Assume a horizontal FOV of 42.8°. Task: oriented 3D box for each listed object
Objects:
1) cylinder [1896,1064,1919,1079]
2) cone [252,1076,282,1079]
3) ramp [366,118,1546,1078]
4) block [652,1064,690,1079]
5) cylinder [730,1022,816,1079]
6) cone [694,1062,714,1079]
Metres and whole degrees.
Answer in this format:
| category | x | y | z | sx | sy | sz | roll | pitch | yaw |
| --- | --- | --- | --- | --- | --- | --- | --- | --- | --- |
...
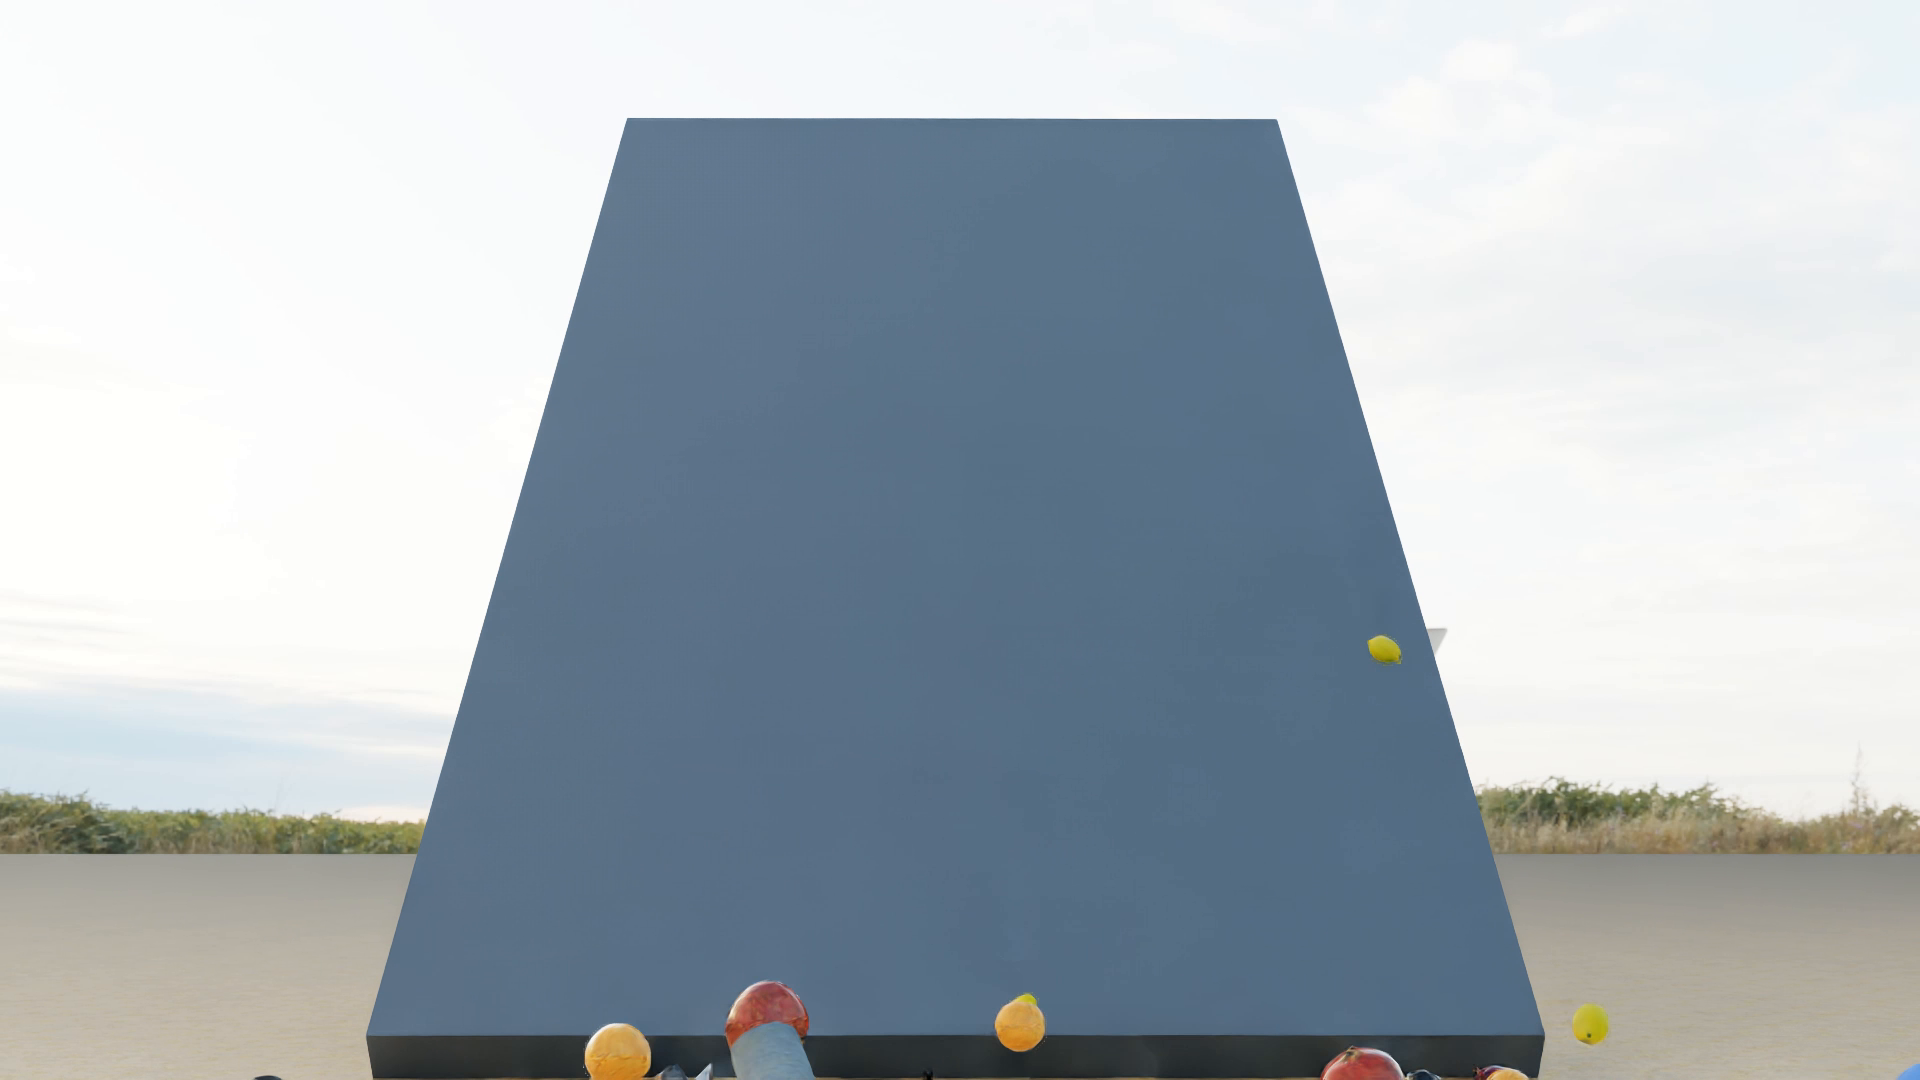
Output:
| category | x | y | z | sx | sy | sz | roll | pitch | yaw |
| --- | --- | --- | --- | --- | --- | --- | --- | --- | --- |
| cylinder | 1.095 | 0.667 | 2.806 | 0.099 | 0.099 | 0.099 | -27 | 6 | -27 |
| cone | -0.977 | 0.814 | 3.476 | 0.082 | 0.082 | 0.082 | 0 | -34 | 4 |
| ramp | -0.015 | -0.187 | 5.870 | 2.000 | 0.100 | 4.000 | 0 | 32 | 0 |
| block | -0.308 | 0.613 | 2.559 | 0.091 | 0.091 | 0.091 | -37 | -3 | -18 |
| cylinder | -0.229 | 0.659 | 3.023 | 0.090 | 0.090 | 0.090 | 4 | 36 | -28 |
| cone | -0.350 | 0.747 | 3.290 | 0.097 | 0.097 | 0.097 | 18 | -10 | 3 |
